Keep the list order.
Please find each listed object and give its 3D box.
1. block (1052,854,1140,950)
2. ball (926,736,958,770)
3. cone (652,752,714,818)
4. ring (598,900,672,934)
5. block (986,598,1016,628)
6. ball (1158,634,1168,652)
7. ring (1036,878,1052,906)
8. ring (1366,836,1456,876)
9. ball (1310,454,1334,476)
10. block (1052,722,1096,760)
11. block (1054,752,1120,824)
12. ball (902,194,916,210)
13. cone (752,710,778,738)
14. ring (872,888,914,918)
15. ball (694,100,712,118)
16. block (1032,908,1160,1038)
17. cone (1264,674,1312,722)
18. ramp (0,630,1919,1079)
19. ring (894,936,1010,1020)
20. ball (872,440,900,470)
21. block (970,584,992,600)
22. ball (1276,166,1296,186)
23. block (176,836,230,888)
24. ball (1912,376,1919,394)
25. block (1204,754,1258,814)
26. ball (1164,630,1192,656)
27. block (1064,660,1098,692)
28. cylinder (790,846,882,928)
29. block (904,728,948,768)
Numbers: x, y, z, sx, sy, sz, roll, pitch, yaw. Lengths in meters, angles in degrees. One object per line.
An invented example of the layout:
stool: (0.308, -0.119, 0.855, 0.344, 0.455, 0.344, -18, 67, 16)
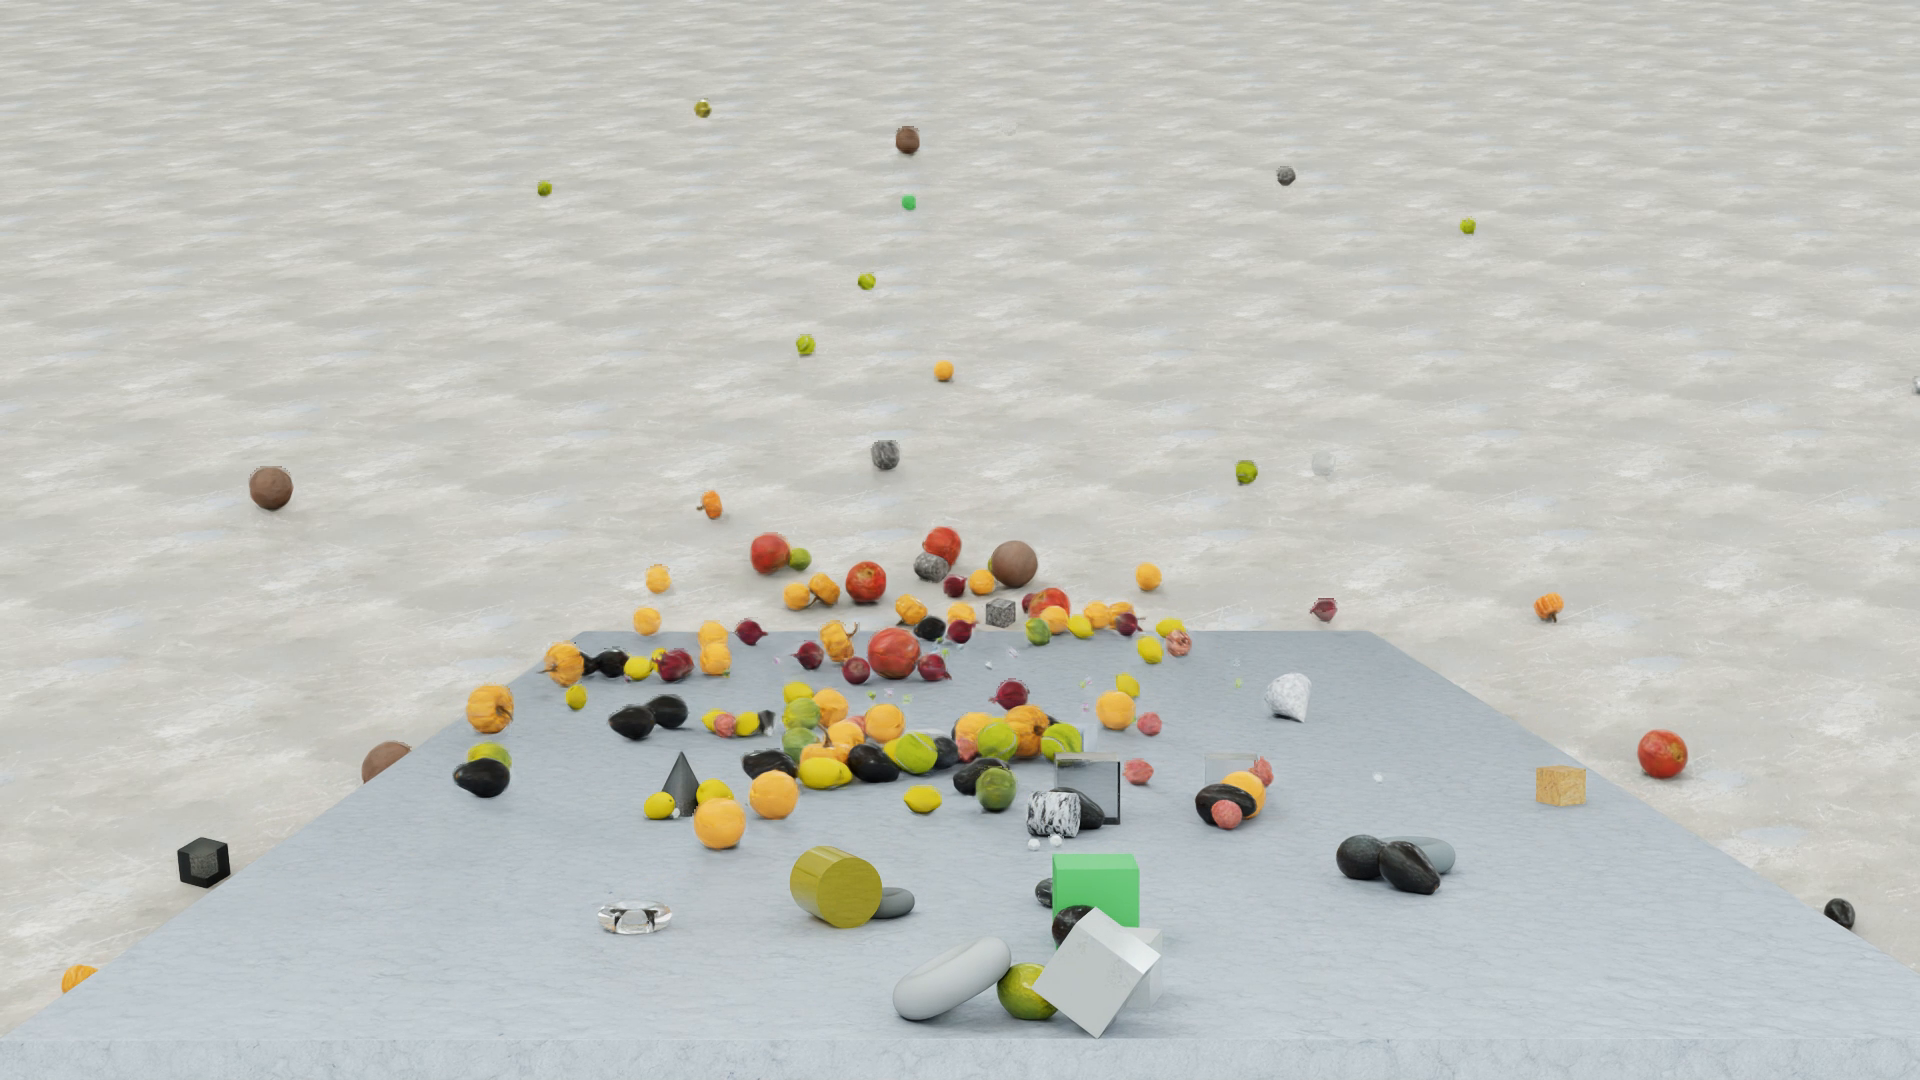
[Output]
block: (0.156, 0.418, 2.966, 0.094, 0.094, 0.094, 0, 4, -1)
ball: (-0.030, 0.353, 4.249, 0.056, 0.056, 0.056, 0, 19, 0)
cone: (-0.417, 0.361, 3.846, 0.094, 0.094, 0.094, 0, 4, 0)
ring: (-0.385, 0.446, 3.040, 0.088, 0.029, 0.088, 1, 2, 0)
block: (0.108, 0.194, 6.836, 0.058, 0.058, 0.058, 12, 23, 31)
ball: (0.504, 0.255, 6.049, 0.070, 0.070, 0.070, 0, 19, 0)
ring: (0.136, 0.437, 3.180, 0.086, 0.029, 0.086, 1, 3, 0)
ring: (0.596, 0.418, 3.394, 0.118, 0.039, 0.118, -1, 3, 0)
ball: (1.134, -0.235, 8.027, 0.073, 0.073, 0.073, 0, 19, 0)
block: (0.196, 0.344, 4.370, 0.058, 0.058, 0.058, 2, 4, 25)
block: (0.187, 0.365, 3.779, 0.092, 0.092, 0.092, 0, 4, 0)
ball: (-0.234, -1.546, 11.741, 0.070, 0.070, 0.070, 0, 19, 0)
cone: (-0.348, 0.343, 4.649, 0.050, 0.050, 0.050, -5, 32, -13)
ring: (-0.094, 0.442, 3.124, 0.078, 0.026, 0.078, -4, 5, 0)
ball: (-1.399, -2.344, 13.965, 0.094, 0.094, 0.094, 0, 19, 0)
block: (0.137, 0.433, 2.575, 0.083, 0.083, 0.083, 36, 13, 12)
cone: (0.637, 0.319, 4.862, 0.096, 0.096, 0.096, -4, 31, -11)
ramp: (0.046, 0.412, 4.536, 2.000, 0.100, 4.000, 0, 4, 0)
ring: (-0.008, 0.448, 2.628, 0.132, 0.044, 0.132, -27, -1, -1)
ball: (-0.234, -0.266, 8.088, 0.092, 0.092, 0.092, 0, 19, 0)
block: (0.057, 0.152, 7.038, 0.052, 0.052, 0.052, 6, -14, -12)
ball: (1.558, -1.738, 12.259, 0.088, 0.088, 0.088, 0, 19, 0)
block: (-1.600, 0.682, 5.430, 0.073, 0.073, 0.073, 9, 22, 25)
ball: (3.333, -0.535, 8.887, 0.066, 0.066, 0.066, 0, 19, 0)
block: (0.409, 0.366, 3.869, 0.078, 0.078, 0.078, 0, 4, 5)
ball: (0.504, 0.239, 5.937, 0.061, 0.061, 0.061, 0, 19, 0)
block: (0.252, 0.294, 5.329, 0.069, 0.069, 0.069, 0, 20, 2)
cylinder: (-0.149, 0.415, 3.078, 0.085, 0.085, 0.085, -10, 7, -25)
block: (-0.058, 0.349, 4.298, 0.057, 0.057, 0.057, -1, 4, -20)
